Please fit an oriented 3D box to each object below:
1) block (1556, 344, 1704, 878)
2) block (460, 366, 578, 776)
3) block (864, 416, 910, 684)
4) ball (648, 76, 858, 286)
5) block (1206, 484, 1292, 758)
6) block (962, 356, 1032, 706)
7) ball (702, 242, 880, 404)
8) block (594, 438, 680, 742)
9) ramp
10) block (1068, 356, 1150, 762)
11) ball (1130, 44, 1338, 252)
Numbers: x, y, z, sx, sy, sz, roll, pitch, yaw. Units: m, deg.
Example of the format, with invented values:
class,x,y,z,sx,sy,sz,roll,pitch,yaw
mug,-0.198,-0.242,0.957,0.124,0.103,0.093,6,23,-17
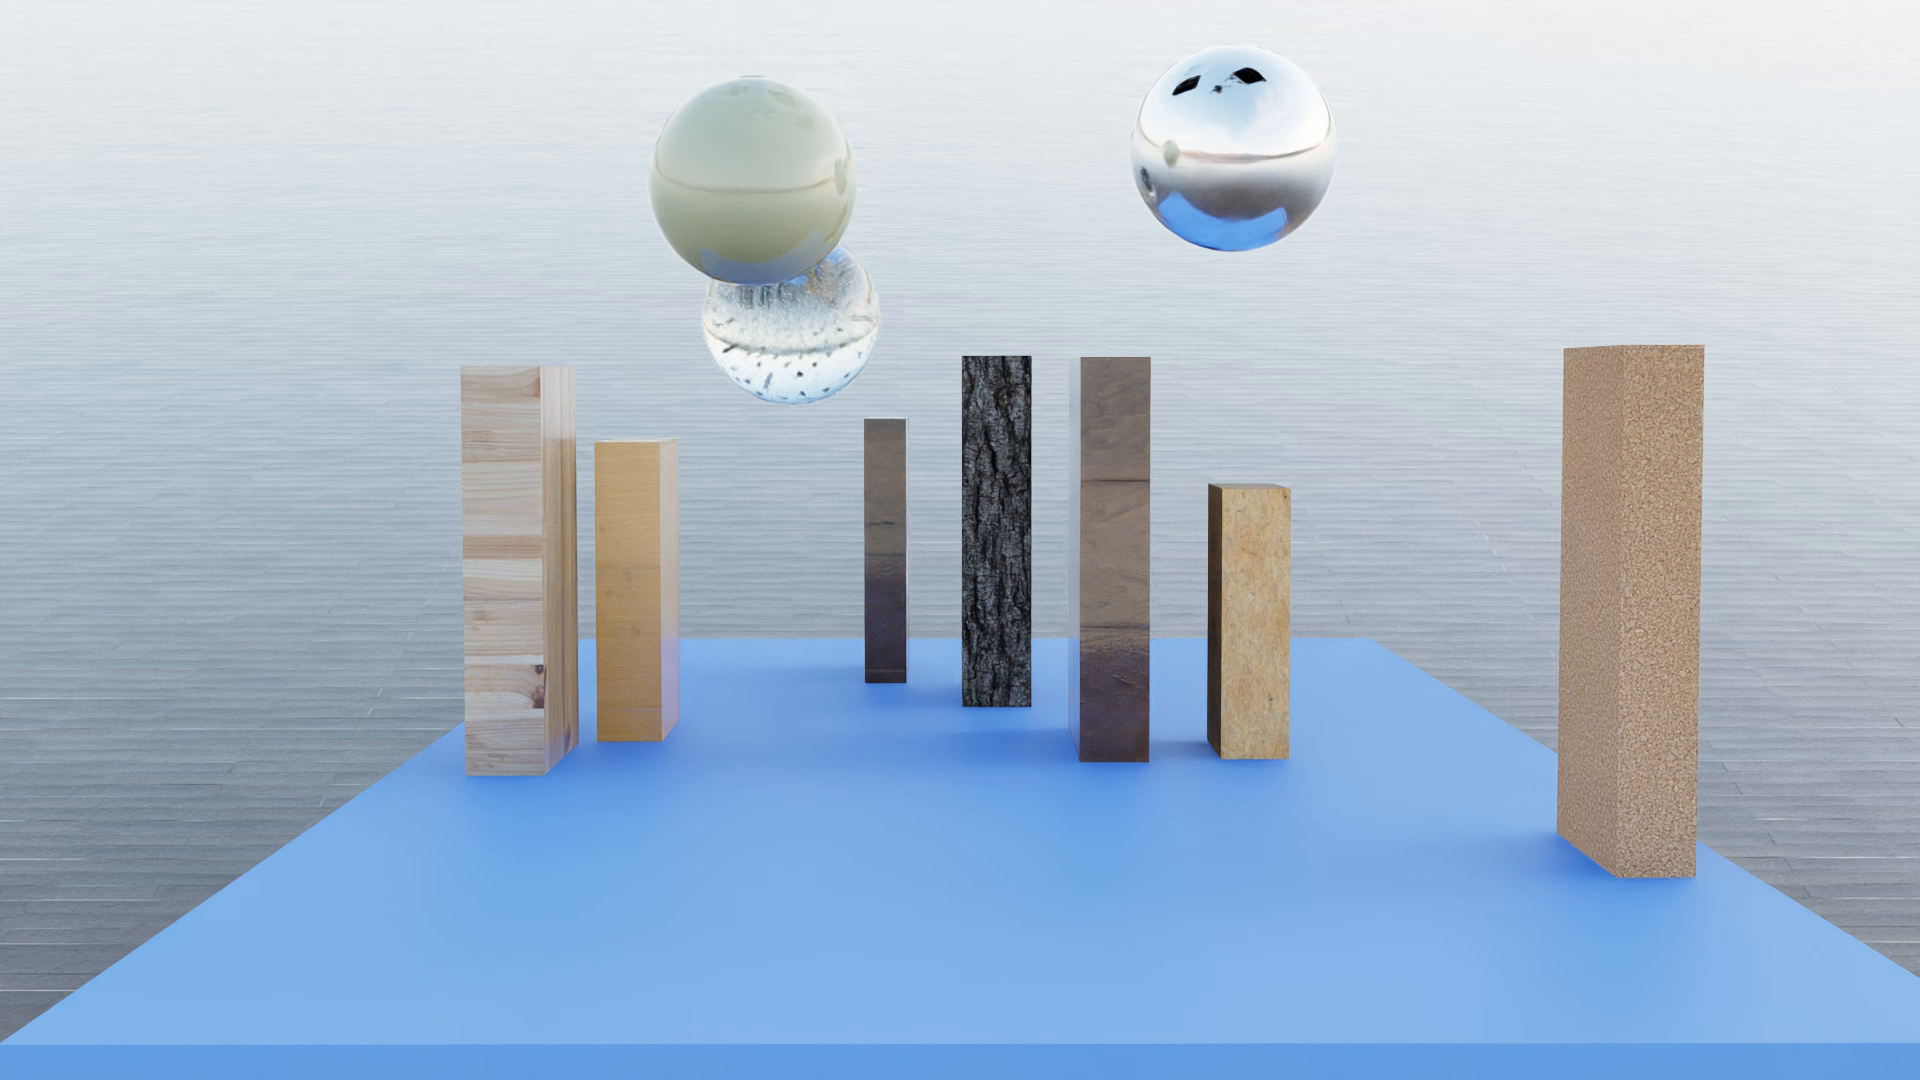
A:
class,x,y,z,sx,sy,sz,roll,pitch,yaw
block,0.916,0.085,3.525,0.105,0.700,0.334,0,4,0
block,-0.756,0.040,4.436,0.131,0.679,0.391,0,4,0
block,-0.162,0.013,5.726,0.090,0.572,0.356,0,4,0
ball,-0.192,-0.332,2.381,0.194,0.194,0.194,0,20,0
block,0.510,0.138,4.554,0.118,0.468,0.248,0,4,0
block,0.073,-0.027,5.314,0.139,0.704,0.361,0,4,0
ball,-0.187,-0.248,2.843,0.196,0.196,0.196,0,20,0
block,-0.601,0.085,4.800,0.118,0.543,0.308,0,4,0
ramp,0.047,0.424,4.534,2.000,0.100,4.000,0,4,0
block,0.264,0.021,4.606,0.119,0.694,0.445,0,4,0
ball,0.268,-0.385,2.522,0.202,0.202,0.202,0,20,0
